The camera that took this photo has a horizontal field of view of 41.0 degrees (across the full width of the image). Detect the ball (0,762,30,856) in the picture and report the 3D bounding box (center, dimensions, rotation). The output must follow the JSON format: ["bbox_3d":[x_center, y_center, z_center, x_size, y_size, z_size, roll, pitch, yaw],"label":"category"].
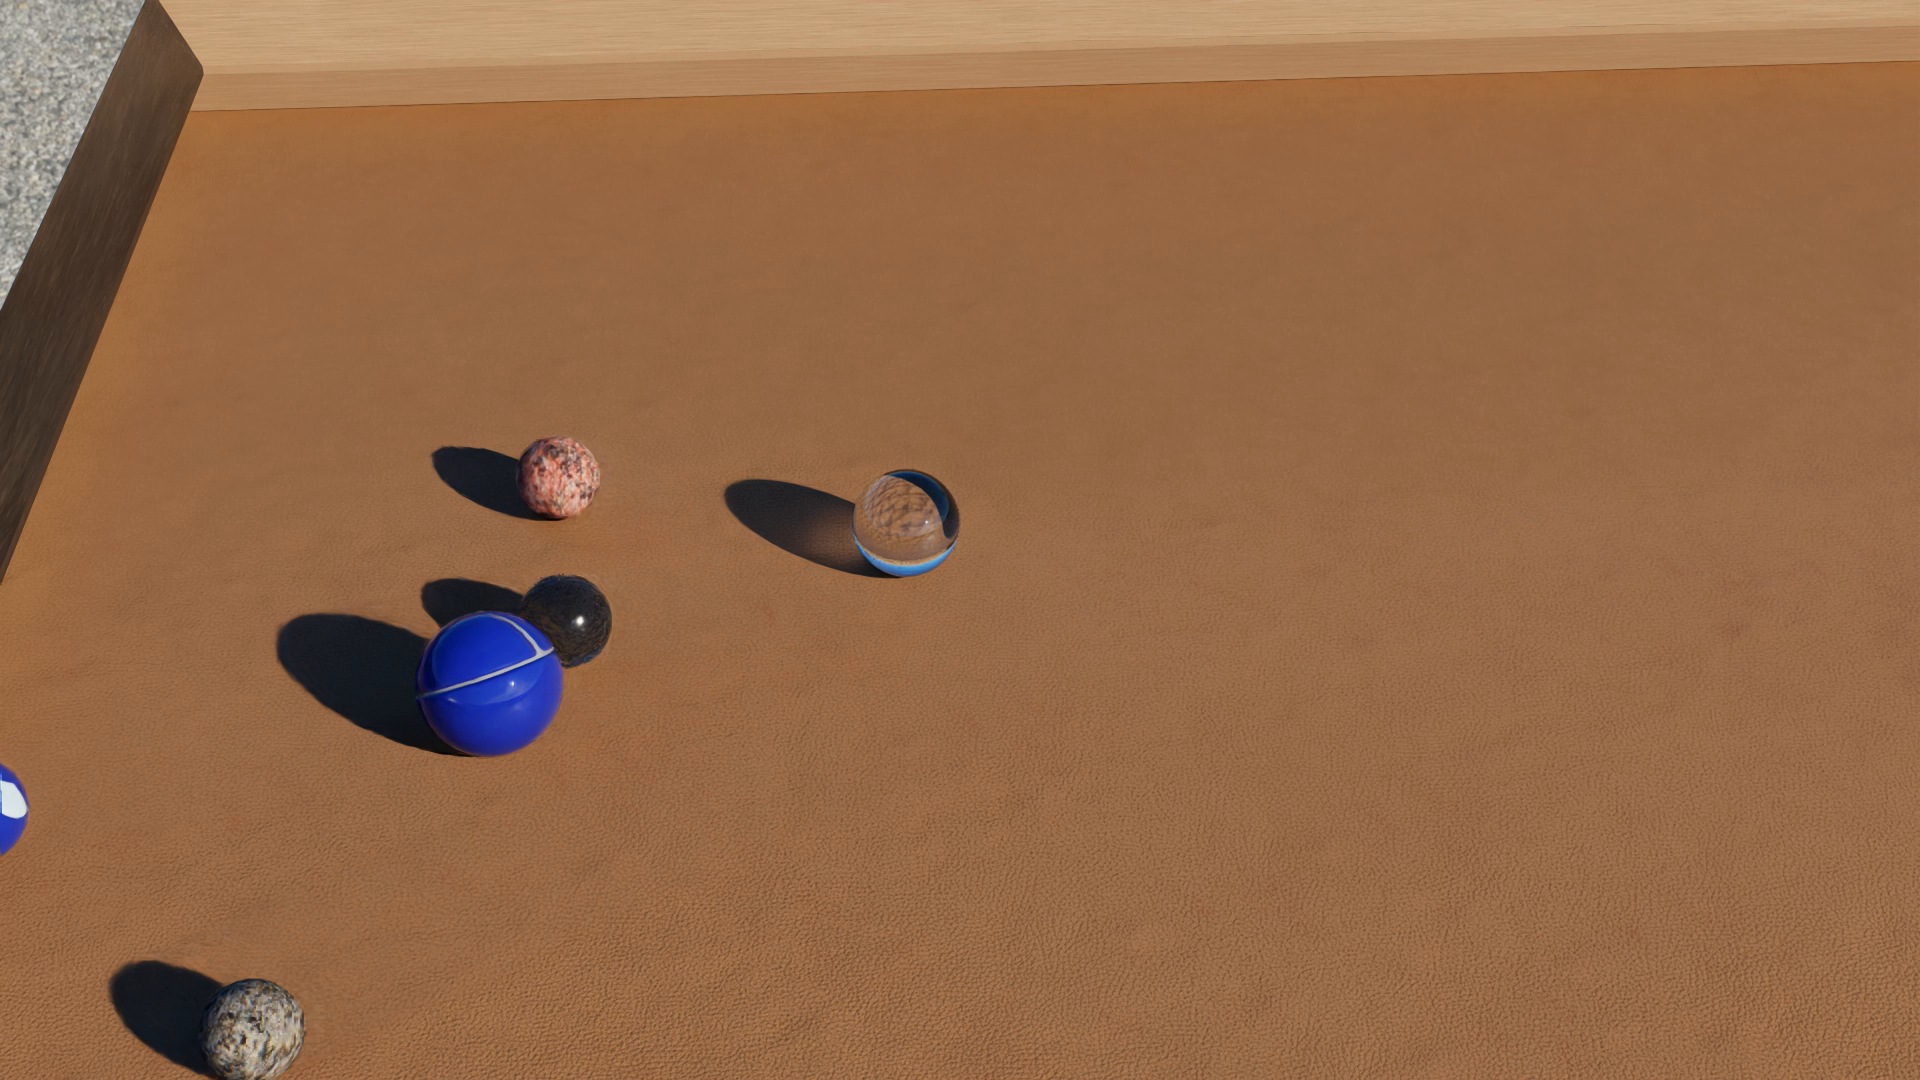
[{"bbox_3d":[-0.591,0.162,1.532,0.065,0.065,0.065,0,36,0],"label":"ball"}]

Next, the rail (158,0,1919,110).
[{"bbox_3d":[0.625,-0.485,2.388,2.708,0.119,0.045,-2,36,-3],"label":"rail"}]

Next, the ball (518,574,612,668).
[{"bbox_3d":[-0.260,0.053,1.686,0.062,0.062,0.062,0,36,0],"label":"ball"}]

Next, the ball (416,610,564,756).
[{"bbox_3d":[-0.295,0.090,1.610,0.092,0.092,0.092,0,36,0],"label":"ball"}]

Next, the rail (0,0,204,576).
[{"bbox_3d":[-0.652,0.002,1.707,0.045,0.119,1.546,-2,36,-3],"label":"rail"}]

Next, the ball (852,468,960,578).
[{"bbox_3d":[-0.037,-0.012,1.767,0.075,0.075,0.075,0,36,0],"label":"ball"}]

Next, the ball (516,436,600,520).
[{"bbox_3d":[-0.286,-0.044,1.825,0.059,0.059,0.059,0,36,0],"label":"ball"}]

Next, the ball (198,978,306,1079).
[{"bbox_3d":[-0.384,0.267,1.393,0.057,0.057,0.057,0,36,0],"label":"ball"}]
